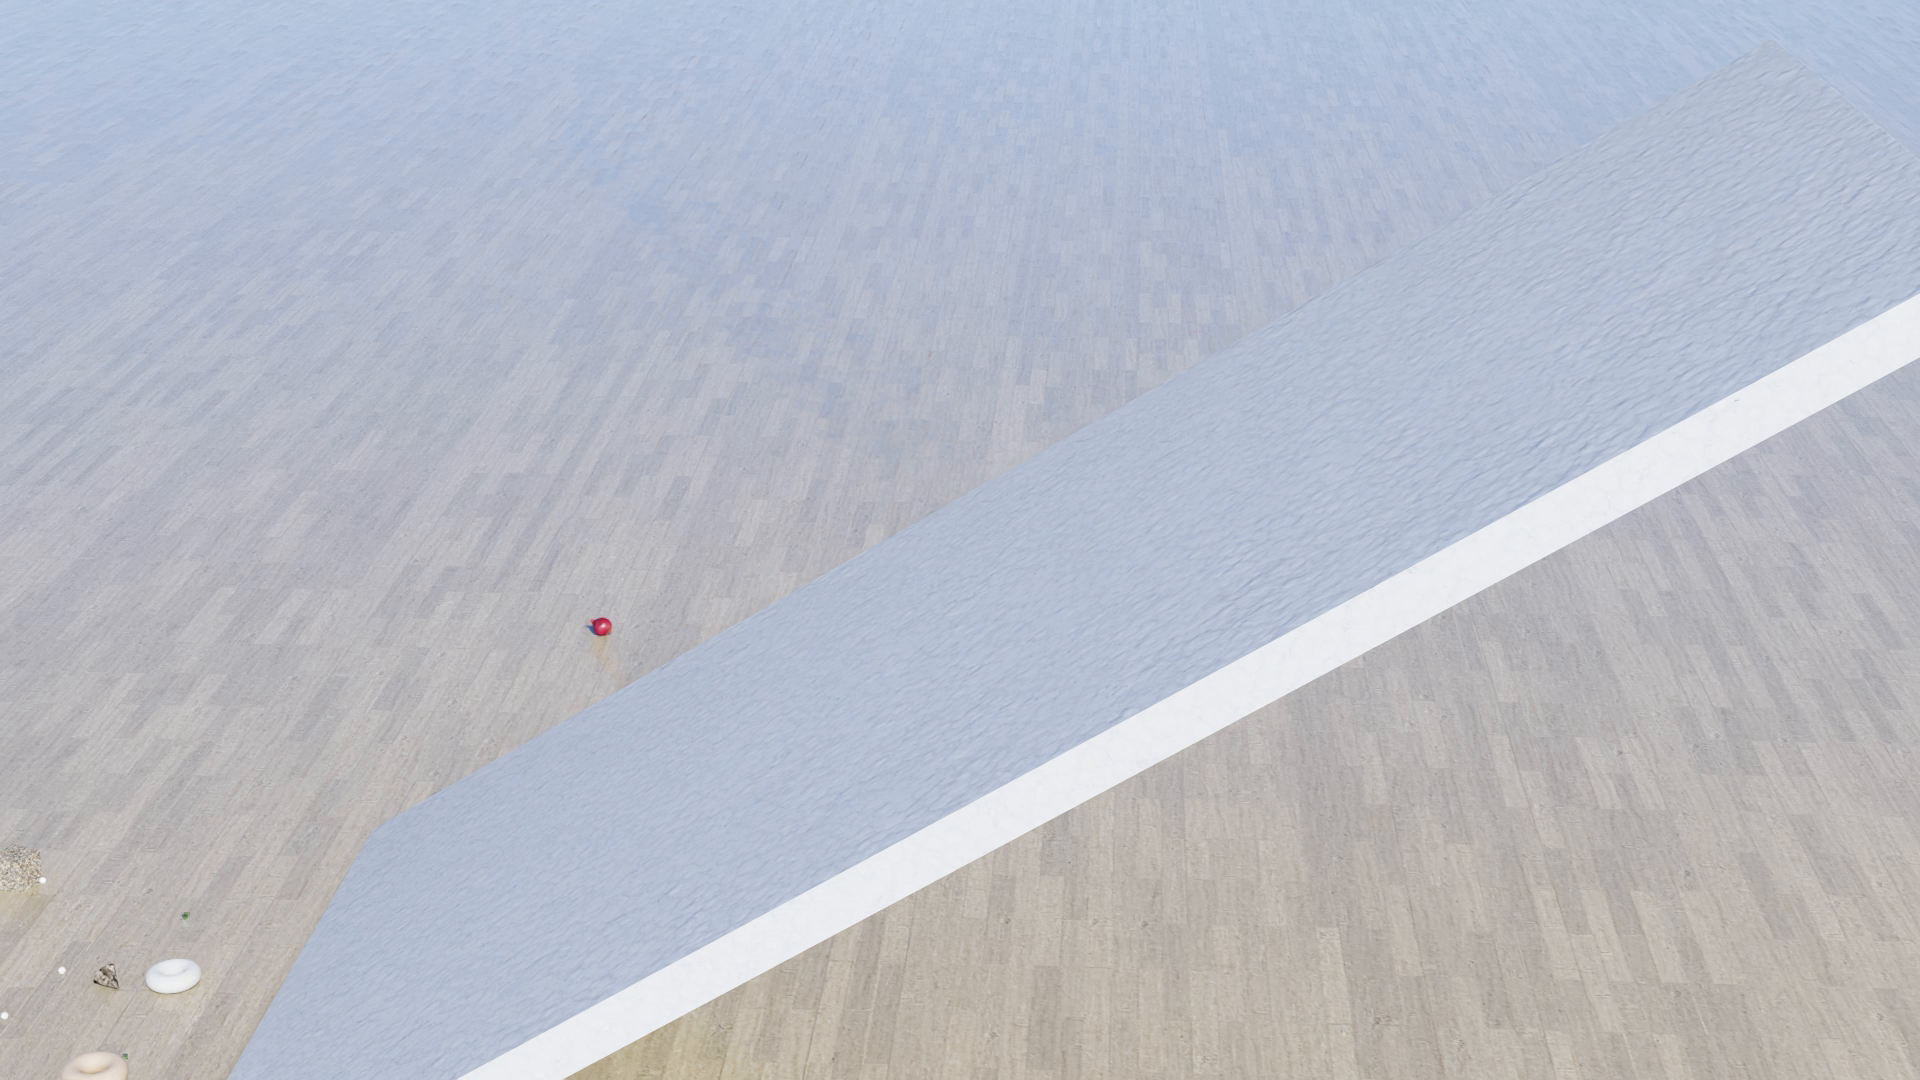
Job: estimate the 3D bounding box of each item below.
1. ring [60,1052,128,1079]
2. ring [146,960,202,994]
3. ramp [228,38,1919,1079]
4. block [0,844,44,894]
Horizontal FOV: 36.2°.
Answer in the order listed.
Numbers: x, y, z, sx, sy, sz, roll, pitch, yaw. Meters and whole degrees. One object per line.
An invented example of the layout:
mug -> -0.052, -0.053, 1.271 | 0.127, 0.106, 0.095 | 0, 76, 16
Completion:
ring -> -1.936, 1.194, 6.580 | 0.148, 0.049, 0.148 | 0, 20, 0
ring -> -1.878, 1.041, 7.024 | 0.131, 0.044, 0.131 | -1, 18, 0
ramp -> 0.141, 0.169, 6.288 | 4.000, 0.100, 2.000 | -29, 15, 13
block -> -2.414, 0.842, 7.530 | 0.086, 0.086, 0.086 | 8, 21, 22
